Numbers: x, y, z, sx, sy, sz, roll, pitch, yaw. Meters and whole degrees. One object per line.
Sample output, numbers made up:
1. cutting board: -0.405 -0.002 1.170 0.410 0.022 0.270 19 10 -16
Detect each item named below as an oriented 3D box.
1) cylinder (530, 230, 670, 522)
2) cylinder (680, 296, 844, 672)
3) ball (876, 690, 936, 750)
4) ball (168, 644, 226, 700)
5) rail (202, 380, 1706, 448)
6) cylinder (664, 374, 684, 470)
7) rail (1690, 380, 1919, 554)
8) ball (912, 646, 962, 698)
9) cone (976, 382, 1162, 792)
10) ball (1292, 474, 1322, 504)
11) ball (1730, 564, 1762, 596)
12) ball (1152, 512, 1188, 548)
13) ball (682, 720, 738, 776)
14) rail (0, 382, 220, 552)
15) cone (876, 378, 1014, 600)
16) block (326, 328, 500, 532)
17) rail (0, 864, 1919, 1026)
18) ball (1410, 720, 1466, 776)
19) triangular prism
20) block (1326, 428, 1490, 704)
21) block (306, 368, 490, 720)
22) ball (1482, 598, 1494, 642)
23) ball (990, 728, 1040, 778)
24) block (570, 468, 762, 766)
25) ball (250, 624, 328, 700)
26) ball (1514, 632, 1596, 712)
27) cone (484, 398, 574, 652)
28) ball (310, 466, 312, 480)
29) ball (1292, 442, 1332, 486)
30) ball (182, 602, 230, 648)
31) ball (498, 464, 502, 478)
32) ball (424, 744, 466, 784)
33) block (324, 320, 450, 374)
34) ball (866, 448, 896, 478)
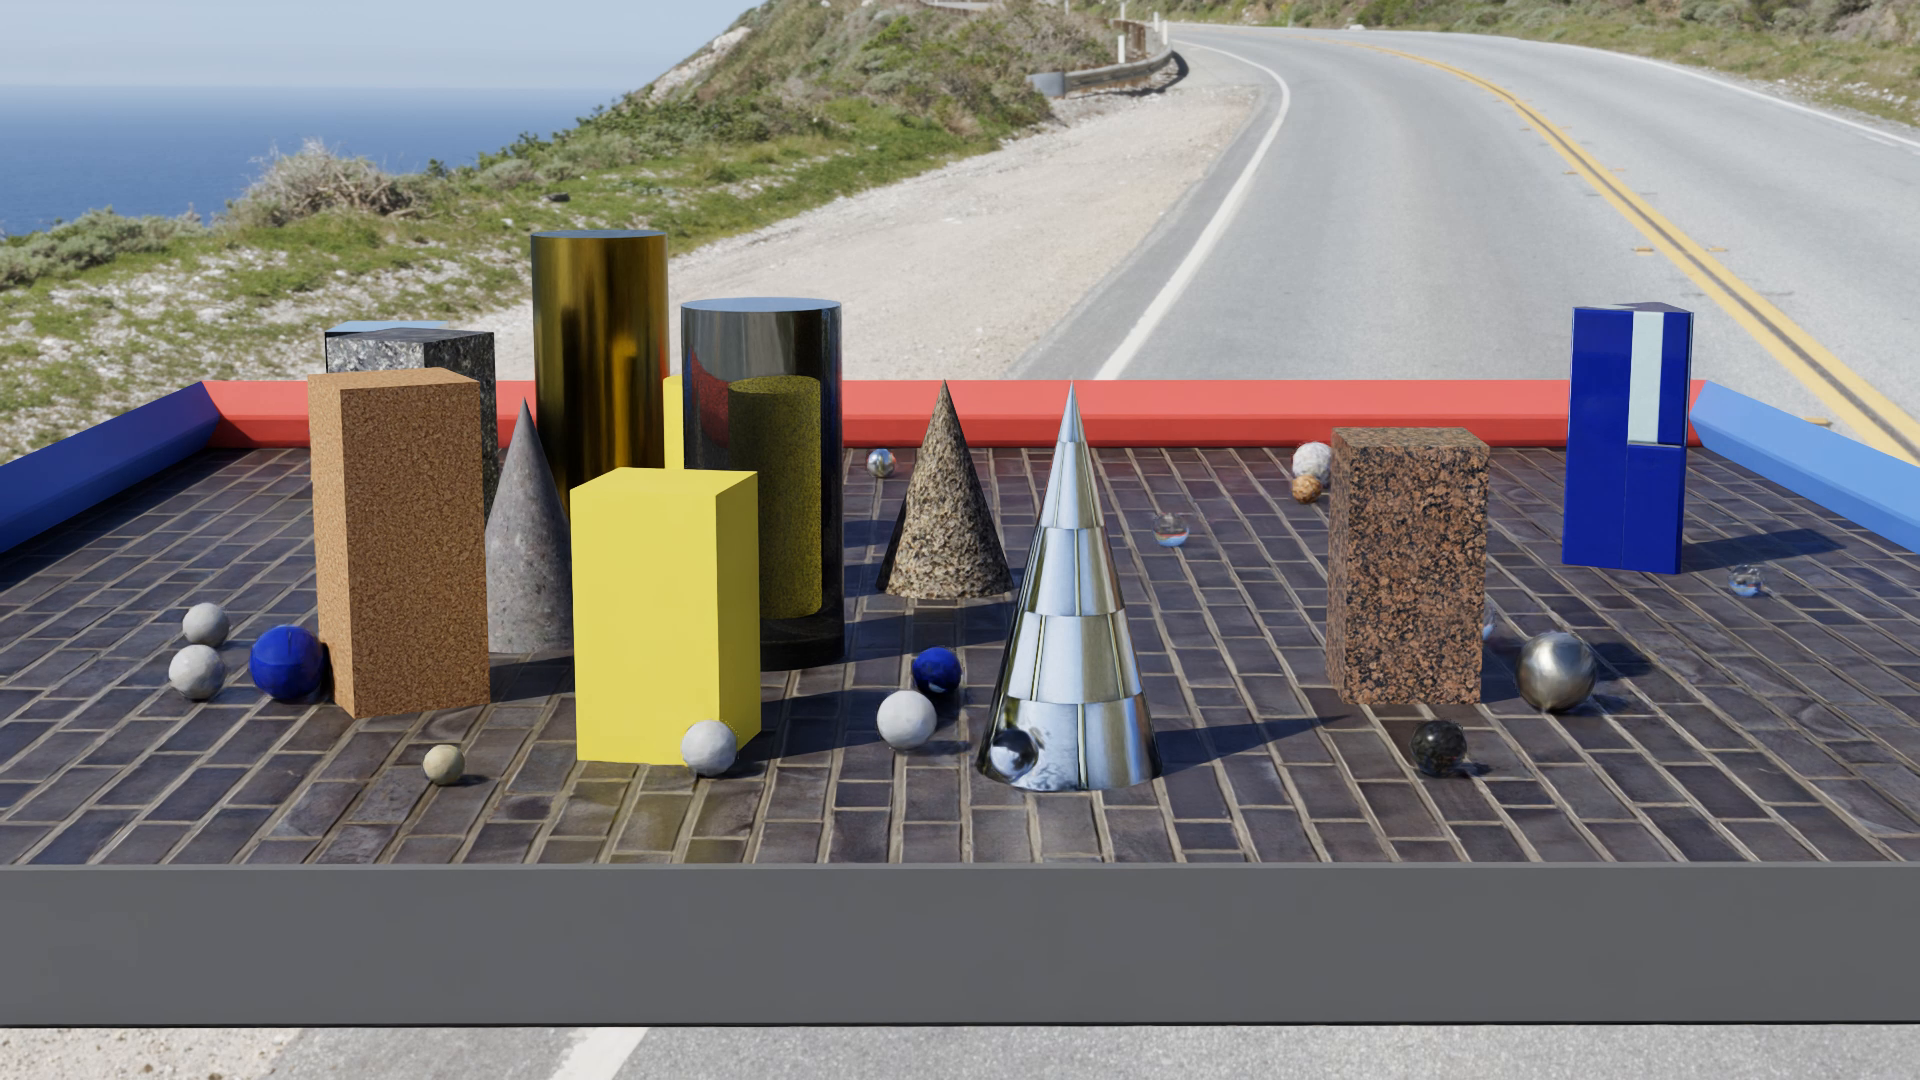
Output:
1. cylinder: -0.524 -0.206 3.766 0.197 0.485 0.197 0 10 0
2. cylinder: -0.243 -0.073 3.176 0.197 0.438 0.197 0 10 0
3. ball: -0.057 0.192 2.743 0.064 0.064 0.064 0 10 0
4. ball: -0.885 0.153 2.980 0.064 0.064 0.064 0 10 0
5. rail: -0.009 -0.239 4.918 2.897 0.128 0.045 0 10 0
6. cylinder: -0.308 -0.072 3.542 0.197 0.302 0.197 0 10 0
7. rail: 1.425 0.031 3.457 0.045 0.128 3.036 0 10 0
8. ball: -0.027 0.154 2.991 0.059 0.059 0.059 0 10 0
9. cone: 0.115 0.036 2.664 0.197 0.409 0.197 0 10 0
10. ball: 0.582 -0.085 4.310 0.049 0.049 0.049 0 10 0
11. ball: 1.090 0.057 3.557 0.044 0.044 0.044 0 10 0
12. ball: 0.322 -0.016 3.919 0.054 0.054 0.054 0 10 0
13. ball: -0.260 0.215 2.660 0.059 0.059 0.059 0 10 0
14. rail: -1.425 0.034 3.441 0.045 0.128 3.036 0 10 0
15. cone: -0.022 -0.082 3.611 0.197 0.296 0.197 0 10 0
16. block: -0.738 -0.095 3.484 0.158 0.368 0.158 5 12 25
17. rail: 0.009 0.305 1.979 2.897 0.128 0.045 0 10 0
18. ball: 0.496 0.215 2.663 0.058 0.058 0.058 0 10 0
19. triangular prism: 1.001 -0.156 3.785 0.171 0.379 0.148 6 12 29
20. block: 0.522 0.028 3.010 0.158 0.300 0.158 0 10 0
21. block: -0.648 -0.001 2.963 0.158 0.374 0.158 -5 12 -27
22. ball: 0.640 0.099 3.248 0.072 0.072 0.072 0 10 0
23. ball: 0.055 0.215 2.597 0.050 0.050 0.050 0 10 0
24. block: -0.313 0.079 2.758 0.158 0.290 0.158 2 11 11
25. ball: -0.780 0.142 2.977 0.088 0.088 0.088 0 10 0
26. ball: 0.679 0.150 2.923 0.092 0.092 0.092 0 10 0
27. cone: -0.553 -0.030 3.286 0.197 0.313 0.197 0 10 0
28. ball: -1.056 -0.114 4.352 0.090 0.090 0.090 0 10 0
29. ball: 0.620 -0.132 4.481 0.079 0.079 0.079 0 10 0
30. ball: -0.952 0.108 3.242 0.057 0.057 0.057 0 10 0
31. ball: -0.809 -0.105 4.340 0.076 0.076 0.076 0 10 0
32. ball: -0.528 0.230 2.628 0.042 0.042 0.042 0 10 0
33. block: -0.876 -0.164 3.958 0.158 0.332 0.158 0 10 -1
34. ball: -0.141 -0.137 4.578 0.052 0.052 0.052 0 10 0
